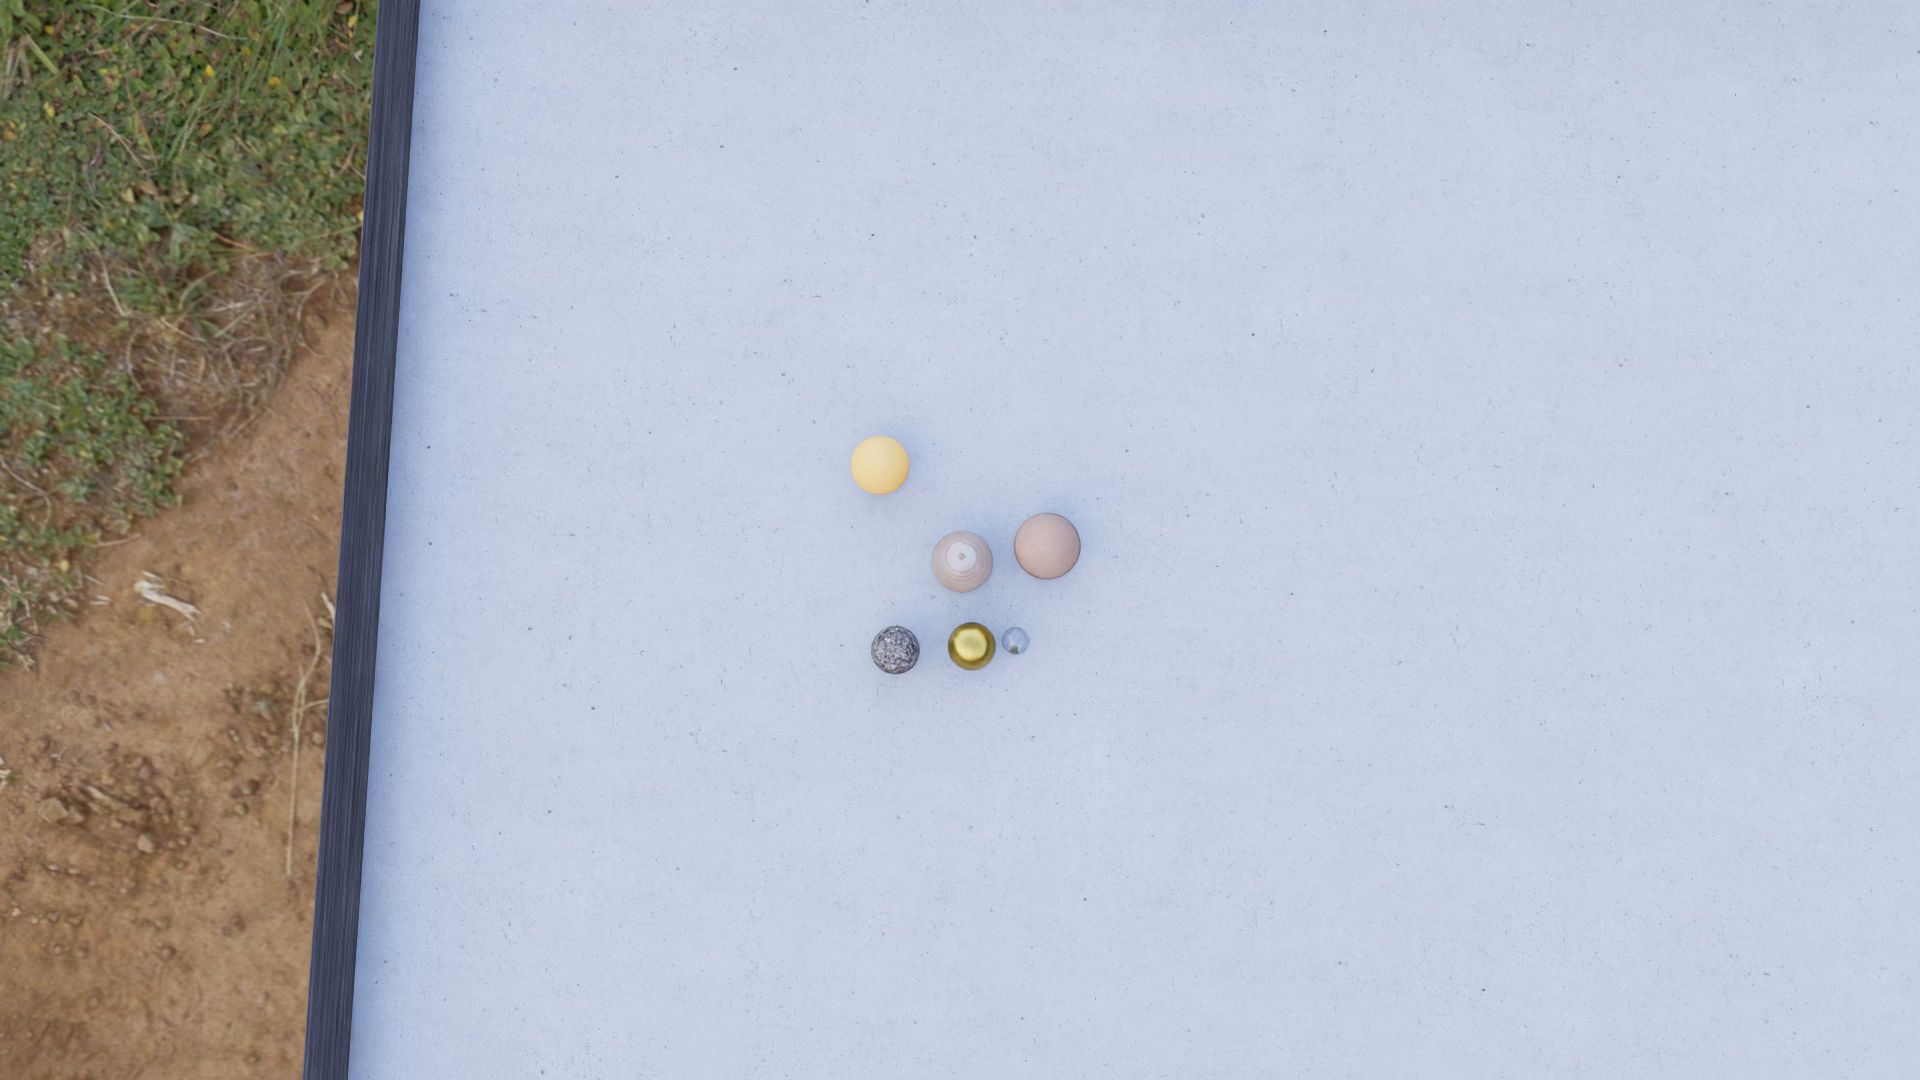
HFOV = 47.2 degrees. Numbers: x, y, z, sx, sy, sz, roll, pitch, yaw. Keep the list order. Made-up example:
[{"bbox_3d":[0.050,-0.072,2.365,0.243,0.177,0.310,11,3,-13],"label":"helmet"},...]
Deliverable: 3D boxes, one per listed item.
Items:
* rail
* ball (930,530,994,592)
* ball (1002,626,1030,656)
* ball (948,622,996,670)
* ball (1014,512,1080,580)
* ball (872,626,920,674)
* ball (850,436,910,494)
[{"bbox_3d":[-0.875,-0.023,3.256,0.045,0.130,2.021,1,80,0],"label":"rail"},{"bbox_3d":[0.003,0.032,3.266,0.092,0.092,0.092,0,80,0],"label":"ball"},{"bbox_3d":[0.083,0.150,3.271,0.042,0.042,0.042,0,80,0],"label":"ball"},{"bbox_3d":[0.018,0.157,3.254,0.072,0.072,0.072,0,80,0],"label":"ball"},{"bbox_3d":[0.130,0.009,3.266,0.100,0.100,0.100,0,80,0],"label":"ball"},{"bbox_3d":[-0.096,0.163,3.253,0.072,0.072,0.072,0,80,0],"label":"ball"},{"bbox_3d":[-0.120,-0.112,3.293,0.089,0.089,0.089,0,80,0],"label":"ball"}]
